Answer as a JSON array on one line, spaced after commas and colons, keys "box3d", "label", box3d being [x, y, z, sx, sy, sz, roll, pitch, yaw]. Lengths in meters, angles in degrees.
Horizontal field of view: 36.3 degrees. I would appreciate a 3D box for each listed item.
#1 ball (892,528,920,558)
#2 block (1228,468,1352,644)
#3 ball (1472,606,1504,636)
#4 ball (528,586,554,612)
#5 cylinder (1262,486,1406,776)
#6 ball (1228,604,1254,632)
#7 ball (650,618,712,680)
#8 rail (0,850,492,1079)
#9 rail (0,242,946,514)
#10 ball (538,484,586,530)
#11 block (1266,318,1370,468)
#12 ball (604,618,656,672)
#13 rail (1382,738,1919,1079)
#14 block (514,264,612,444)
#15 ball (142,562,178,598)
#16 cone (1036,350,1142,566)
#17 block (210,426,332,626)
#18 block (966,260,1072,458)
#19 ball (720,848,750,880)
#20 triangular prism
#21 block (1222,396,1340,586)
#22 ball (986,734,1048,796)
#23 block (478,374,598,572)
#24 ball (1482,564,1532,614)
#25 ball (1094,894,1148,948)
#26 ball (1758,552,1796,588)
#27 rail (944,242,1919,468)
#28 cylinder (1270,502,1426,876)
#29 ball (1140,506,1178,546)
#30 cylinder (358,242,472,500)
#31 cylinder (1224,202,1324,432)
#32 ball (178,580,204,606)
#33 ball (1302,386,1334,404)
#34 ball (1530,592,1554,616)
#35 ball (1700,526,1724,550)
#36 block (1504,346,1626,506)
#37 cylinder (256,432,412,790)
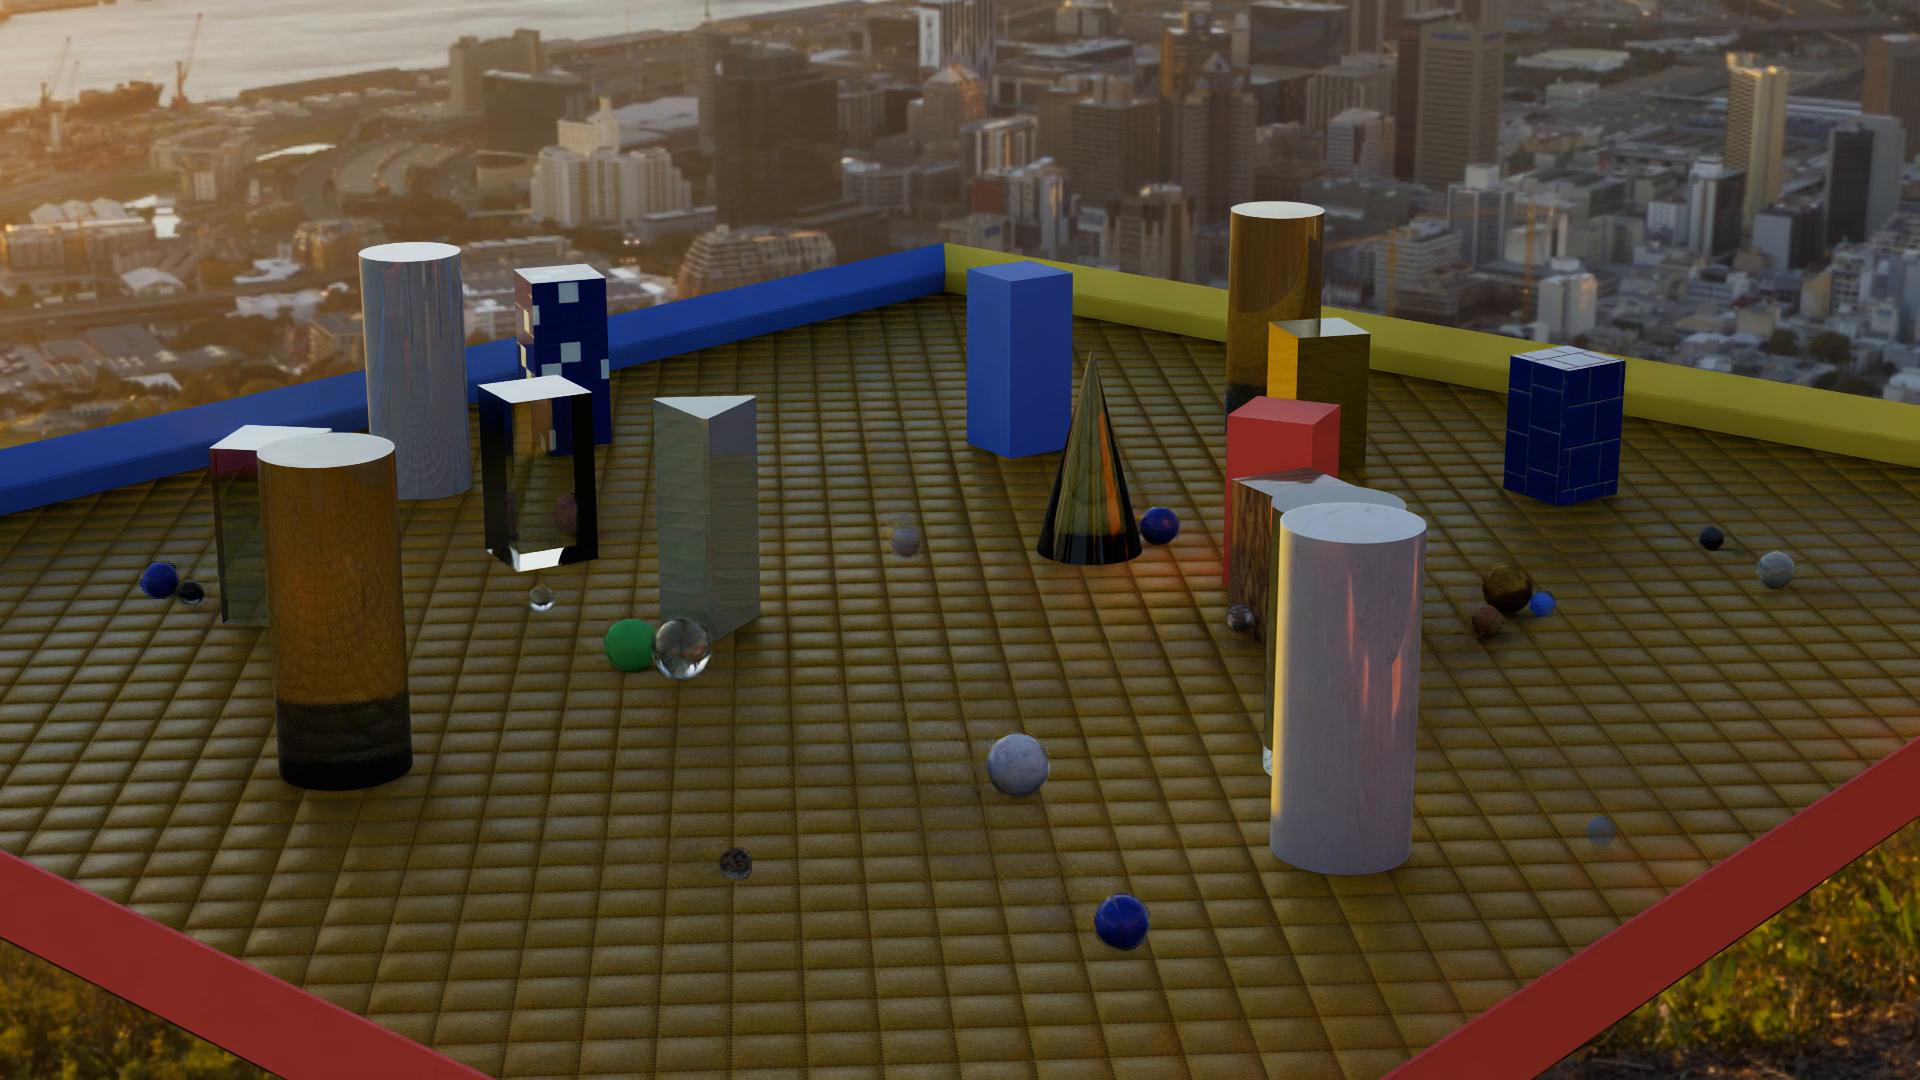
[{"box3d": [-0.098, 0.005, 5.337, 0.054, 0.054, 0.054, 0, 17, 0], "label": "ball"}, {"box3d": [0.559, 0.030, 4.900, 0.155, 0.257, 0.155, -9, 19, -28], "label": "block"}, {"box3d": [0.884, 0.136, 4.907, 0.052, 0.052, 0.052, 0, 17, 0], "label": "ball"}, {"box3d": [-0.720, 0.101, 5.037, 0.044, 0.044, 0.044, 0, 17, 0], "label": "ball"}, {"box3d": [0.545, 0.141, 4.278, 0.194, 0.405, 0.194, 0, 17, 0], "label": "cylinder"}, {"box3d": [0.468, 0.131, 4.884, 0.046, 0.046, 0.046, 0, 17, 0], "label": "ball"}, {"box3d": [-0.447, 0.175, 4.699, 0.097, 0.097, 0.097, 0, 17, 0], "label": "ball"}, {"box3d": [-1.228, 0.440, 3.766, 3.406, 0.126, 0.045, 14, 22, 39], "label": "rail"}, {"box3d": [-1.268, -0.286, 6.174, 0.045, 0.126, 3.795, 14, 22, 39], "label": "rail"}, {"box3d": [-0.747, -0.063, 5.503, 0.088, 0.088, 0.088, 0, 17, 0], "label": "ball"}, {"box3d": [0.725, -0.296, 5.949, 0.155, 0.276, 0.155, -5, 17, -15], "label": "block"}, {"box3d": [-0.531, 0.169, 4.735, 0.086, 0.086, 0.086, 0, 17, 0], "label": "ball"}, {"box3d": [1.268, 0.350, 4.066, 0.045, 0.126, 3.795, 14, 22, 39], "label": "rail"}, {"box3d": [-0.827, -0.382, 6.106, 0.155, 0.351, 0.155, -7, 18, -21], "label": "block"}, {"box3d": [-1.394, 0.069, 5.111, 0.061, 0.061, 0.061, 0, 17, 0], "label": "ball"}, {"box3d": [0.238, -0.166, 5.333, 0.194, 0.384, 0.194, 0, 17, 0], "label": "cone"}, {"box3d": [-1.162, -0.024, 4.991, 0.155, 0.309, 0.155, 3, 17, 9], "label": "block"}, {"box3d": [0.122, -0.374, 6.046, 0.155, 0.369, 0.155, -11, 20, -33], "label": "block"}, {"box3d": [-0.301, 0.435, 3.934, 0.042, 0.042, 0.042, 0, 17, 0], "label": "ball"}, {"box3d": [-0.403, -0.045, 4.931, 0.146, 0.384, 0.168, -12, 20, -34], "label": "triangular prism"}, {"box3d": [0.567, -0.079, 5.170, 0.155, 0.310, 0.155, 8, 18, 24], "label": "block"}, {"box3d": [0.083, 0.323, 4.218, 0.090, 0.090, 0.090, 0, 17, 0], "label": "ball"}, {"box3d": [-0.765, -0.123, 5.315, 0.155, 0.311, 0.155, -10, 19, -29], "label": "block"}, {"box3d": [0.938, 0.083, 5.025, 0.084, 0.084, 0.084, 0, 17, 0], "label": "ball"}, {"box3d": [0.205, 0.484, 3.722, 0.069, 0.069, 0.069, 0, 17, 0], "label": "ball"}, {"box3d": [1.438, 0.052, 5.164, 0.064, 0.064, 0.064, 0, 17, 0], "label": "ball"}, {"box3d": [1.228, -0.377, 6.475, 3.406, 0.126, 0.045, 14, 22, 39], "label": "rail"}, {"box3d": [0.524, 0.200, 3.975, 0.194, 0.467, 0.194, 0, 17, 0], "label": "cylinder"}, {"box3d": [0.367, -0.026, 5.409, 0.072, 0.072, 0.072, 0, 17, 0], "label": "ball"}, {"box3d": [-1.063, -0.331, 5.731, 0.194, 0.470, 0.194, 0, 17, 0], "label": "cylinder"}, {"box3d": [0.657, -0.456, 6.137, 0.194, 0.475, 0.194, 0, 17, 0], "label": "cylinder"}, {"box3d": [-1.329, 0.092, 5.067, 0.044, 0.044, 0.044, 0, 17, 0], "label": "ball"}, {"box3d": [0.770, -0.295, 6.306, 0.069, 0.069, 0.069, 0, 17, 0], "label": "ball"}, {"box3d": [0.994, 0.110, 5.013, 0.041, 0.041, 0.041, 0, 17, 0], "label": "ball"}, {"box3d": [1.381, -0.003, 5.385, 0.042, 0.042, 0.042, 0, 17, 0], "label": "ball"}, {"box3d": [1.180, -0.225, 5.727, 0.155, 0.268, 0.155, -11, 20, -33], "label": "block"}, {"box3d": [-0.907, 0.103, 4.265, 0.194, 0.485, 0.194, 0, 17, 0], "label": "cylinder"}]
